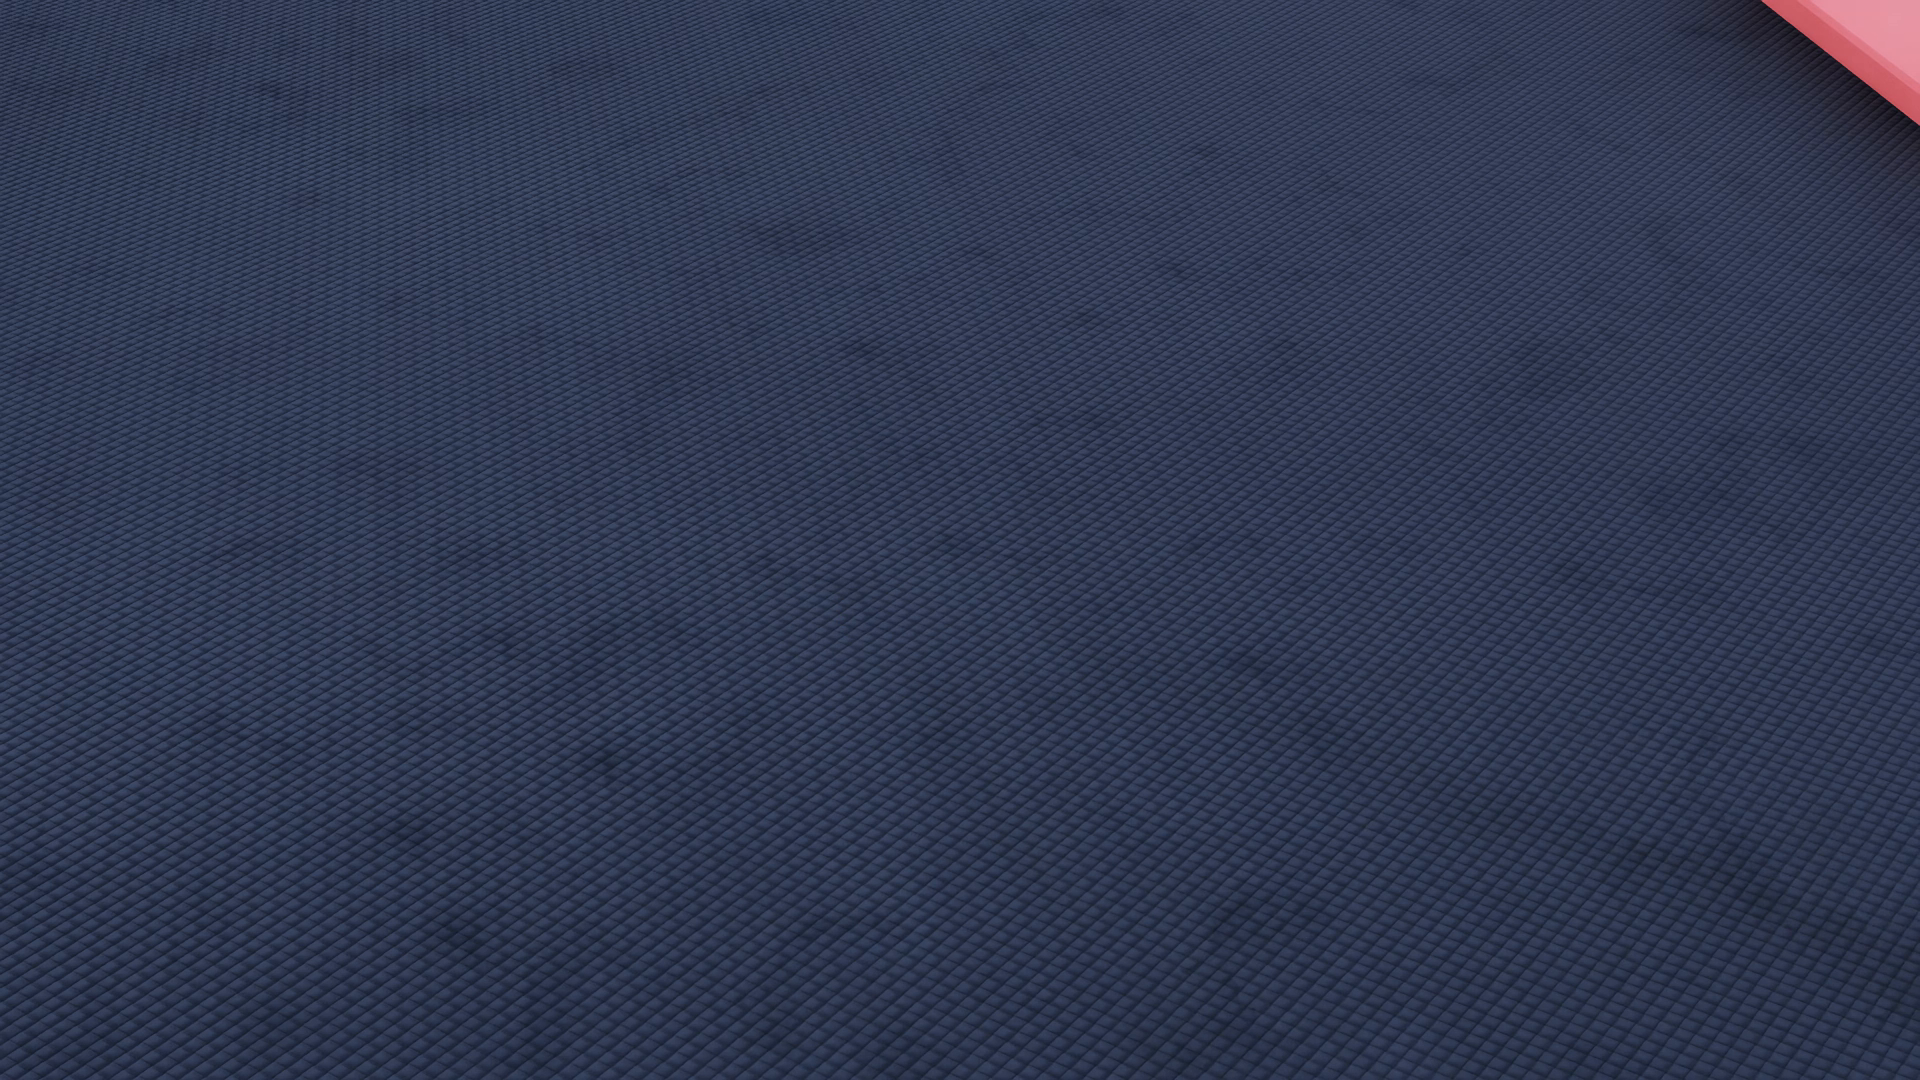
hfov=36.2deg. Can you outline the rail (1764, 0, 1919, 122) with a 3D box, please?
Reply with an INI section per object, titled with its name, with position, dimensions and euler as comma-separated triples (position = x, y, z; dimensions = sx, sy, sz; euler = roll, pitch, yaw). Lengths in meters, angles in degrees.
[rail]
position = 0.735, -0.528, 2.664
dimensions = 0.045, 0.117, 3.576
euler = -5, 29, -8
